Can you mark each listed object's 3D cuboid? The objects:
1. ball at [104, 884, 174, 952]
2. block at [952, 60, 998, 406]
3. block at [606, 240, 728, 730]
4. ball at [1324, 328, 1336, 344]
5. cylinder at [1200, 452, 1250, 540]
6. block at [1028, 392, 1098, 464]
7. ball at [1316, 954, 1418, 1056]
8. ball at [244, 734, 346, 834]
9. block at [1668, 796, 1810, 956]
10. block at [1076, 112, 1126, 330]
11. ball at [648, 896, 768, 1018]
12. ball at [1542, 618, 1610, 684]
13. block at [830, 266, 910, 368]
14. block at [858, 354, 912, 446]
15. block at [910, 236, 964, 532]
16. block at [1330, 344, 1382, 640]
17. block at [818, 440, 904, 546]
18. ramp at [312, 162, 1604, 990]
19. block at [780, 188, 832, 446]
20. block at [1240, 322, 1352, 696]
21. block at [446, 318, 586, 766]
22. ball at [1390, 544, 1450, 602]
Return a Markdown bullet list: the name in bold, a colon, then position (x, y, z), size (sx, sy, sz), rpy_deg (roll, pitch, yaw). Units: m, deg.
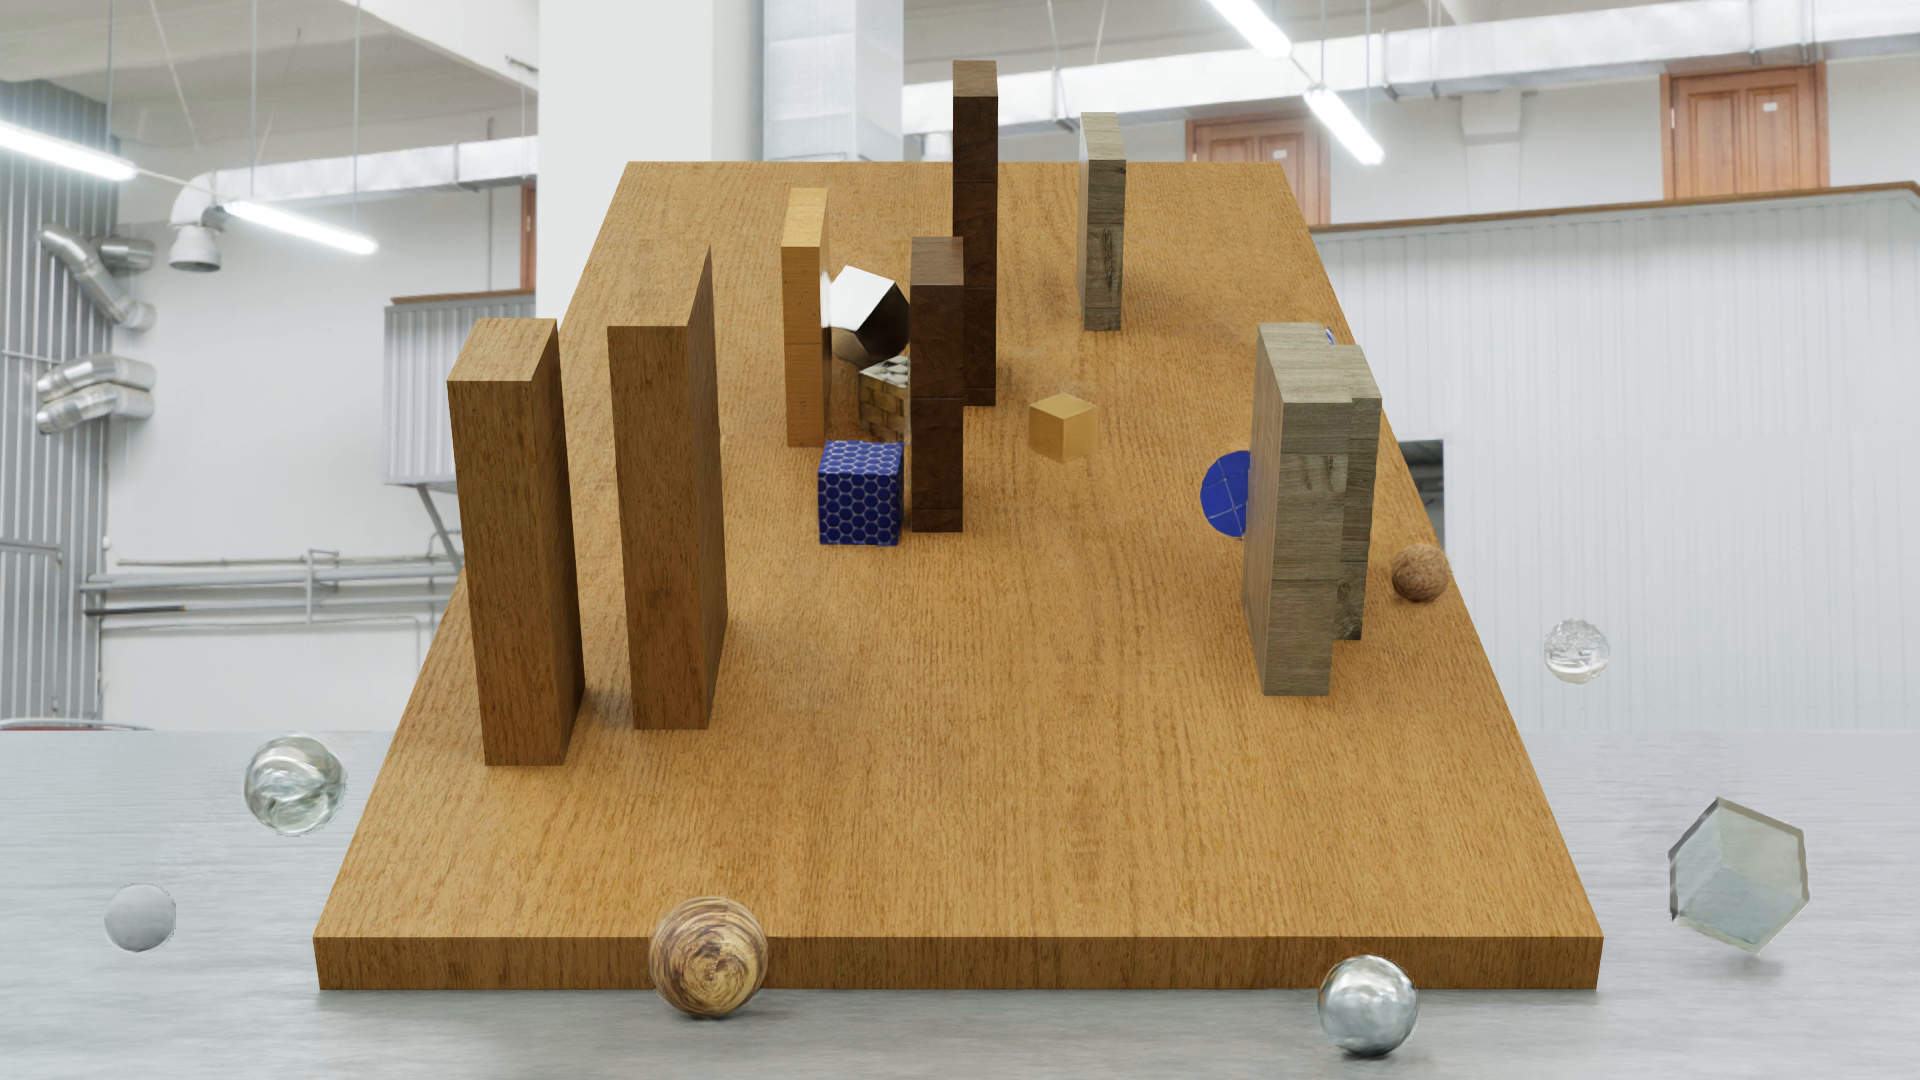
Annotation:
- **ball**: position (-1.350, 0.622, 3.884), size (0.111, 0.111, 0.111), rpy_deg (0, -4, 0)
- **block**: position (0.033, -0.713, 5.503), size (0.101, 0.741, 0.305), rpy_deg (0, 26, 0)
- **block**: position (-0.515, -0.102, 4.233), size (0.132, 0.769, 0.431), rpy_deg (0, 26, 0)
- **ball**: position (0.829, -0.447, 5.639), size (0.146, 0.146, 0.146), rpy_deg (0, -4, 0)
- **cylinder**: position (0.588, -0.081, 4.703), size (0.170, 0.170, 0.170), rpy_deg (-2, -7, 26)
- **block**: position (0.231, -0.250, 5.280), size (0.109, 0.109, 0.109), rpy_deg (-22, 34, -37)
- **ball**: position (0.510, 0.583, 2.958), size (0.125, 0.125, 0.125), rpy_deg (0, -4, 0)
- **ball**: position (-1.162, 0.427, 4.127), size (0.173, 0.173, 0.173), rpy_deg (0, -4, 0)
- **block**: position (1.389, 0.600, 4.218), size (0.169, 0.169, 0.169), rpy_deg (22, -48, -4)
- **block**: position (0.359, -0.821, 6.053), size (0.092, 0.447, 0.415), rpy_deg (0, 26, 0)
- **ball**: position (-0.357, 0.591, 3.357), size (0.171, 0.171, 0.171), rpy_deg (0, -4, 0)
- **ball**: position (1.216, 0.220, 4.659), size (0.129, 0.129, 0.129), rpy_deg (0, -4, 0)
- **block**: position (-0.229, -0.531, 5.708), size (0.165, 0.165, 0.165), rpy_deg (23, -20, 38)
- **block**: position (-0.131, -0.319, 5.381), size (0.142, 0.142, 0.142), rpy_deg (22, 34, 37)
- **block**: position (-0.047, -0.326, 4.939), size (0.107, 0.547, 0.294), rpy_deg (0, 26, 0)
- **block**: position (0.722, -0.092, 4.519), size (0.089, 0.502, 0.261), rpy_deg (0, 26, 0)
- **block**: position (-0.204, -0.098, 4.911), size (0.162, 0.162, 0.162), rpy_deg (2, 26, 3)
- **ramp**: position (-0.010, -0.228, 5.470), size (2.000, 0.100, 4.000), rpy_deg (0, 26, 0)
- **block**: position (-0.347, -0.513, 5.395), size (0.083, 0.475, 0.407), rpy_deg (0, 26, 0)
- **block**: position (0.616, -0.060, 4.365), size (0.119, 0.582, 0.380), rpy_deg (0, 26, 0)
- **block**: position (-0.756, 0.007, 4.065), size (0.135, 0.722, 0.279), rpy_deg (0, 26, 0)
- **ball**: position (0.905, 0.065, 4.639), size (0.117, 0.117, 0.117), rpy_deg (0, -4, 0)
